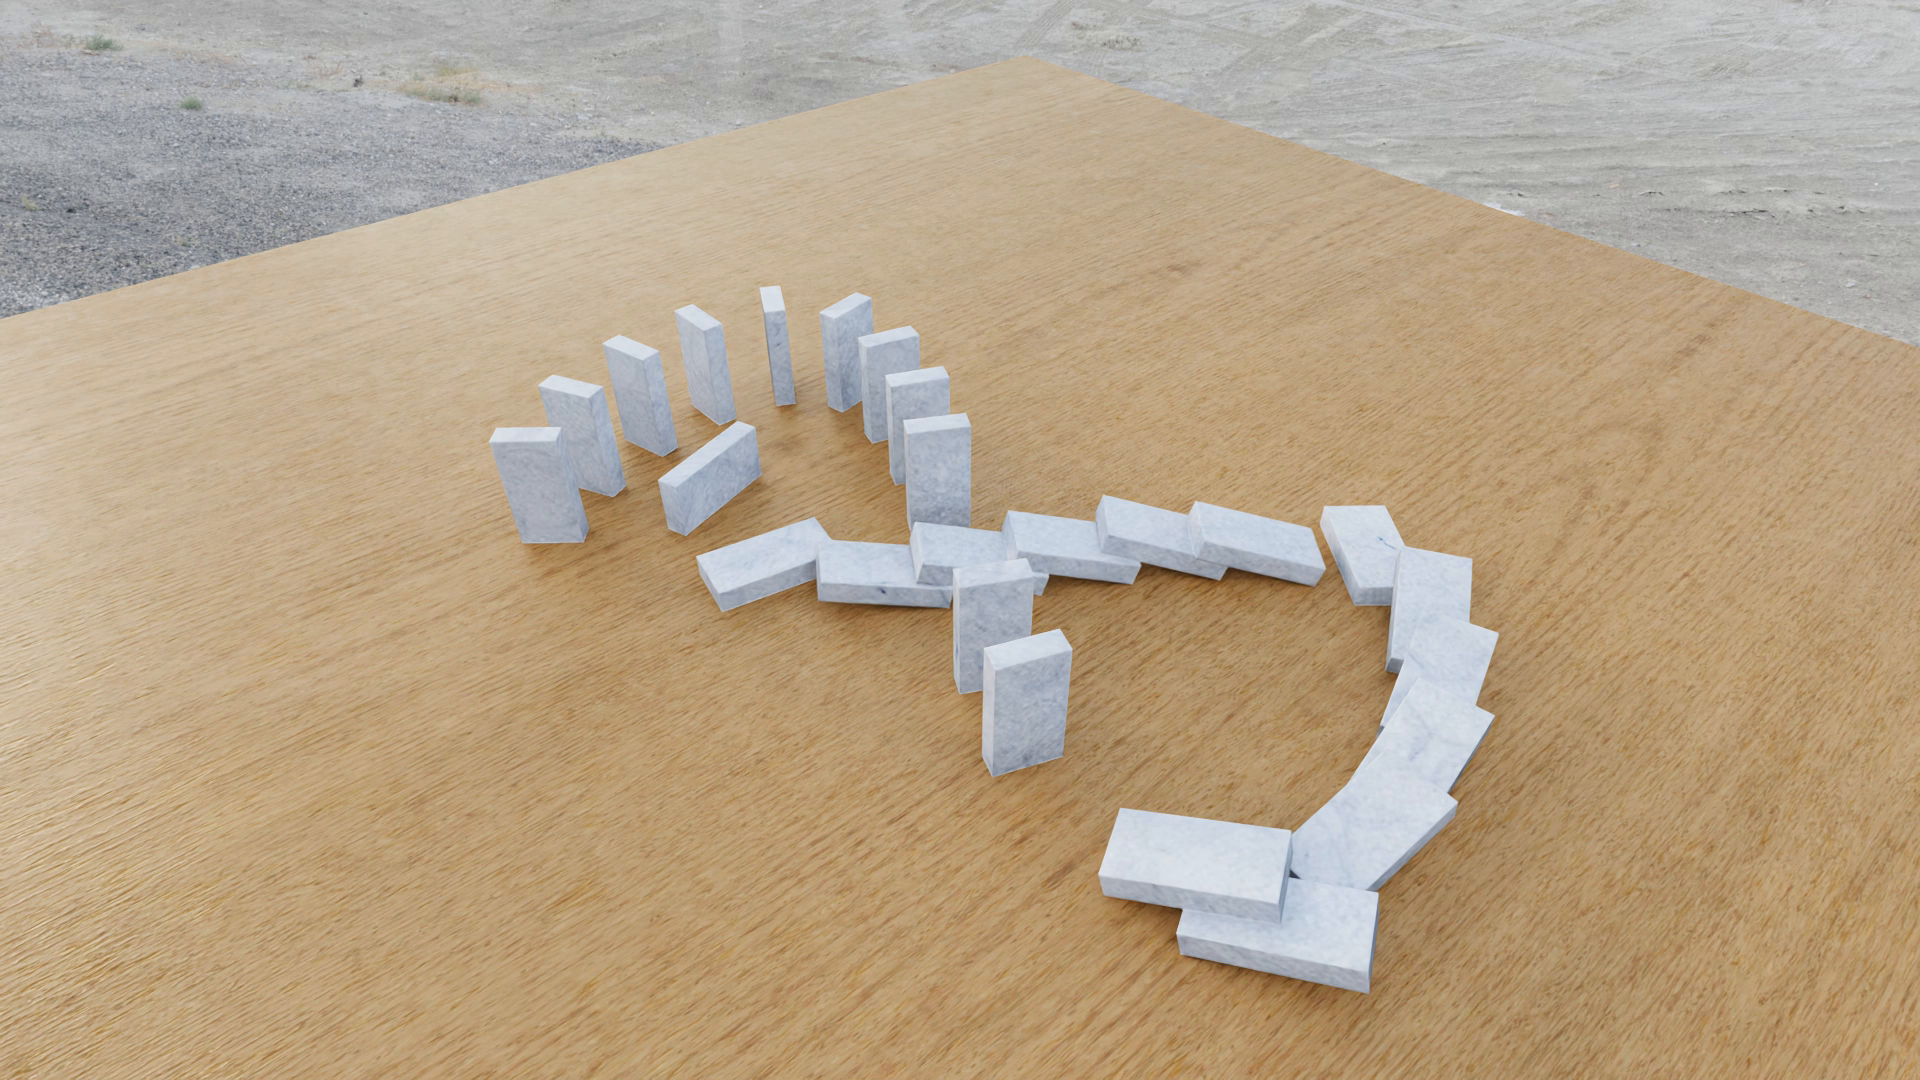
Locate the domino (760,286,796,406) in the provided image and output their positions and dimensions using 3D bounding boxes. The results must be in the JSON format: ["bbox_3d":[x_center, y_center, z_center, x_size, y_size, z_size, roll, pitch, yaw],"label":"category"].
[{"bbox_3d":[-0.087,-0.092,0.524,0.009,0.050,0.025,-8,40,-10],"label":"domino"}]

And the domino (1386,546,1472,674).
[{"bbox_3d":[0.171,0.027,0.401,0.025,0.009,0.050,12,55,14],"label":"domino"}]

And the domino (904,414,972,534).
[{"bbox_3d":[-0.009,-0.026,0.443,0.025,0.050,0.009,-8,40,-9],"label":"domino"}]

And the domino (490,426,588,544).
[{"bbox_3d":[-0.167,-0.021,0.437,0.025,0.050,0.010,-1,39,-1],"label":"domino"}]

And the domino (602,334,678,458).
[{"bbox_3d":[-0.142,-0.064,0.489,0.025,0.050,0.010,24,45,26],"label":"domino"}]

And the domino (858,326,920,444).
[{"bbox_3d":[-0.031,-0.070,0.497,0.025,0.050,0.010,-17,42,-20],"label":"domino"}]

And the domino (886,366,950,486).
[{"bbox_3d":[-0.018,-0.048,0.471,0.025,0.050,0.010,-11,41,-13],"label":"domino"}]

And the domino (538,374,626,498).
[{"bbox_3d":[-0.159,-0.044,0.465,0.025,0.050,0.010,14,42,17],"label":"domino"}]

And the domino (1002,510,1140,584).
[{"bbox_3d":[0.043,0.003,0.430,0.050,0.009,0.025,7,37,-15],"label":"domino"}]

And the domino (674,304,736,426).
[{"bbox_3d":[-0.118,-0.081,0.510,0.009,0.050,0.025,-30,48,-31],"label":"domino"}]

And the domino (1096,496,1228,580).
[{"bbox_3d":[0.080,-0.001,0.434,0.050,0.010,0.025,13,38,-9],"label":"domino"}]

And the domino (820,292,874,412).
[{"bbox_3d":[-0.052,-0.088,0.519,0.010,0.050,0.025,26,46,28],"label":"domino"}]

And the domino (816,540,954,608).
[{"bbox_3d":[-0.029,0.013,0.420,0.050,0.009,0.025,4,38,-13],"label":"domino"}]

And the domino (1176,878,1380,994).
[{"bbox_3d":[0.088,0.106,0.304,0.050,0.010,0.025,3,37,26],"label":"domino"}]

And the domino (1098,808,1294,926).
[{"bbox_3d":[0.068,0.093,0.315,0.050,0.010,0.025,2,37,25],"label":"domino"}]

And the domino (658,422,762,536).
[{"bbox_3d":[-0.104,-0.027,0.464,0.009,0.025,0.050,20,44,23],"label":"domino"}]

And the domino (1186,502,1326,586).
[{"bbox_3d":[0.116,0.001,0.432,0.050,0.009,0.025,13,38,-9],"label":"domino"}]

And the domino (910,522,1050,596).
[{"bbox_3d":[0.007,0.007,0.425,0.050,0.010,0.025,7,37,-16],"label":"domino"}]

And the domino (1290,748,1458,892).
[{"bbox_3d":[0.120,0.087,0.326,0.050,0.010,0.025,-36,49,-15],"label":"domino"}]

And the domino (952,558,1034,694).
[{"bbox_3d":[0.011,0.030,0.375,0.025,0.050,0.010,-8,40,-10],"label":"domino"}]

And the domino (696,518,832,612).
[{"bbox_3d":[-0.075,0.009,0.432,0.050,0.010,0.025,-20,43,-23],"label":"domino"}]

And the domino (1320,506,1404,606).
[{"bbox_3d":[0.163,0.005,0.437,0.025,0.009,0.050,0,39,-1],"label":"domino"}]

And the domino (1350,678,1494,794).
[{"bbox_3d":[0.145,0.070,0.348,0.025,0.010,0.050,30,64,31],"label":"domino"}]

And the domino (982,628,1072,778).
[{"bbox_3d":[0.021,0.052,0.348,0.025,0.050,0.010,-13,41,-15],"label":"domino"}]

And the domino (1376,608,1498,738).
[{"bbox_3d":[0.162,0.049,0.373,0.025,0.010,0.050,20,60,23],"label":"domino"}]
